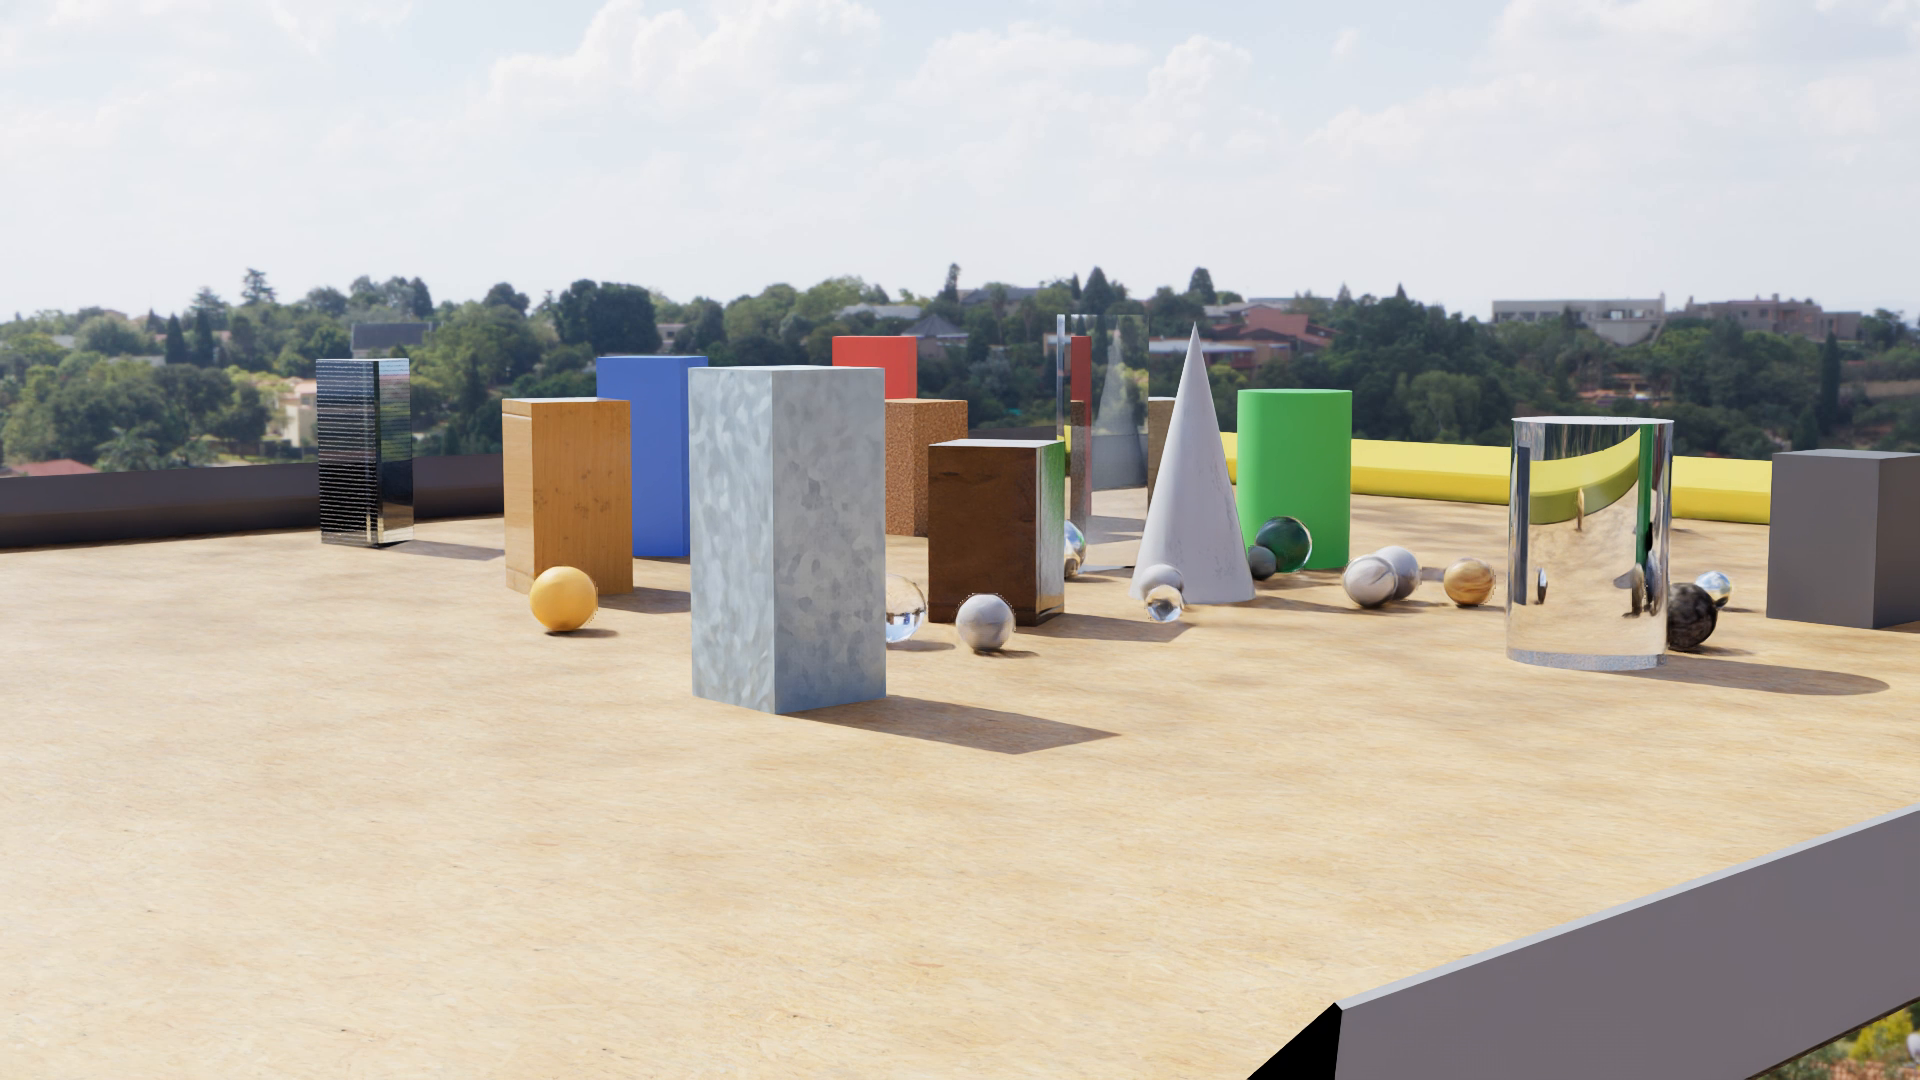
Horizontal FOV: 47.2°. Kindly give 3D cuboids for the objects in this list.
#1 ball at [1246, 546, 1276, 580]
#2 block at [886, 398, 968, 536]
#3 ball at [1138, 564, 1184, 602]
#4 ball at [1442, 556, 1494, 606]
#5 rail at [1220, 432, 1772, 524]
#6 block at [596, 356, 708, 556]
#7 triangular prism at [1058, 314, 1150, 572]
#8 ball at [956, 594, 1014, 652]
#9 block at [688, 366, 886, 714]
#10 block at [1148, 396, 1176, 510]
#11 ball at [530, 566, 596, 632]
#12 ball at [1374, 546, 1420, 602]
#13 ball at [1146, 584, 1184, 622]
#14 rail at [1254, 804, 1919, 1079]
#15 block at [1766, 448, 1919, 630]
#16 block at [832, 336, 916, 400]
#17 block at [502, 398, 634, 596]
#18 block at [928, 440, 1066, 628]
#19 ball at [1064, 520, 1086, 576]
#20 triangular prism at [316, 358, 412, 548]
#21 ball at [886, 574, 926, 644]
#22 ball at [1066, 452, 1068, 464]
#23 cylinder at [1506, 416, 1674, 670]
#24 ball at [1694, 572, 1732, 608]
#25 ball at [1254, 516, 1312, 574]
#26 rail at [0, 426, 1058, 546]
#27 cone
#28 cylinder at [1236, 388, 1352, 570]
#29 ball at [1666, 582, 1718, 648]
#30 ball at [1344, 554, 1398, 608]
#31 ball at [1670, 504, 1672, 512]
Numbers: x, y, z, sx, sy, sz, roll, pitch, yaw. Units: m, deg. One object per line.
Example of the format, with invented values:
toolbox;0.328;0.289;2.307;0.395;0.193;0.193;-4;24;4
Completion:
ball;0.498;0.038;3.652;0.057;0.057;0.057;0;6;0
block;-0.097;-0.150;4.456;0.160;0.265;0.160;5;8;42
ball;0.302;0.069;3.306;0.067;0.067;0.067;0;6;0
ball;0.769;0.063;3.329;0.075;0.075;0.075;0;6;0
rail;1.543;-0.114;4.748;0.045;0.130;3.672;-5;8;-42
block;-0.566;-0.158;4.075;0.160;0.360;0.160;1;6;12
triangular prism;0.215;-0.174;3.848;0.173;0.438;0.150;-4;7;-32
ball;0.033;0.108;2.888;0.076;0.076;0.076;0;6;0
block;-0.198;-0.007;2.528;0.160;0.380;0.160;-5;8;-41
block;0.399;-0.173;4.715;0.160;0.258;0.160;-2;6;-22
ball;-0.553;0.081;3.067;0.092;0.092;0.092;0;6;0
ball;0.666;0.052;3.385;0.085;0.085;0.085;0;6;0
ball;0.294;0.091;3.154;0.054;0.054;0.054;0;6;0
rail;1.229;0.172;2.007;4.247;0.130;0.045;-5;8;-42
block;1.287;-0.005;3.183;0.160;0.240;0.160;-5;8;-41
block;-0.182;-0.241;4.728;0.160;0.391;0.160;1;6;6
block;-0.627;-0.071;3.508;0.160;0.304;0.160;-3;7;-27
block;0.055;-0.014;3.197;0.160;0.255;0.160;2;6;17
ball;0.164;0.015;3.686;0.096;0.096;0.096;0;6;0
triangular prism;-1.116;-0.171;4.231;0.173;0.353;0.150;4;7;35
ball;-0.093;0.092;2.957;0.094;0.094;0.094;0;6;0
ball;0.240;-0.218;5.911;0.100;0.100;0.100;0;6;0
cylinder;0.805;0.000;2.818;0.200;0.306;0.200;0;6;0
ball;1.132;0.075;3.307;0.056;0.056;0.056;0;6;0
ball;0.551;0.008;3.746;0.098;0.098;0.098;0;6;0
rail;-1.229;-0.104;4.657;4.247;0.130;0.045;-5;8;-42
cone;0.364;-0.126;3.431;0.200;0.430;0.200;0;6;0
cylinder;0.590;-0.111;3.890;0.200;0.305;0.200;0;6;0
ball;0.957;0.100;2.914;0.088;0.088;0.088;0;6;0
ball;0.619;0.061;3.316;0.081;0.081;0.081;0;6;0
ball;1.419;-0.067;4.525;0.086;0.086;0.086;0;6;0
